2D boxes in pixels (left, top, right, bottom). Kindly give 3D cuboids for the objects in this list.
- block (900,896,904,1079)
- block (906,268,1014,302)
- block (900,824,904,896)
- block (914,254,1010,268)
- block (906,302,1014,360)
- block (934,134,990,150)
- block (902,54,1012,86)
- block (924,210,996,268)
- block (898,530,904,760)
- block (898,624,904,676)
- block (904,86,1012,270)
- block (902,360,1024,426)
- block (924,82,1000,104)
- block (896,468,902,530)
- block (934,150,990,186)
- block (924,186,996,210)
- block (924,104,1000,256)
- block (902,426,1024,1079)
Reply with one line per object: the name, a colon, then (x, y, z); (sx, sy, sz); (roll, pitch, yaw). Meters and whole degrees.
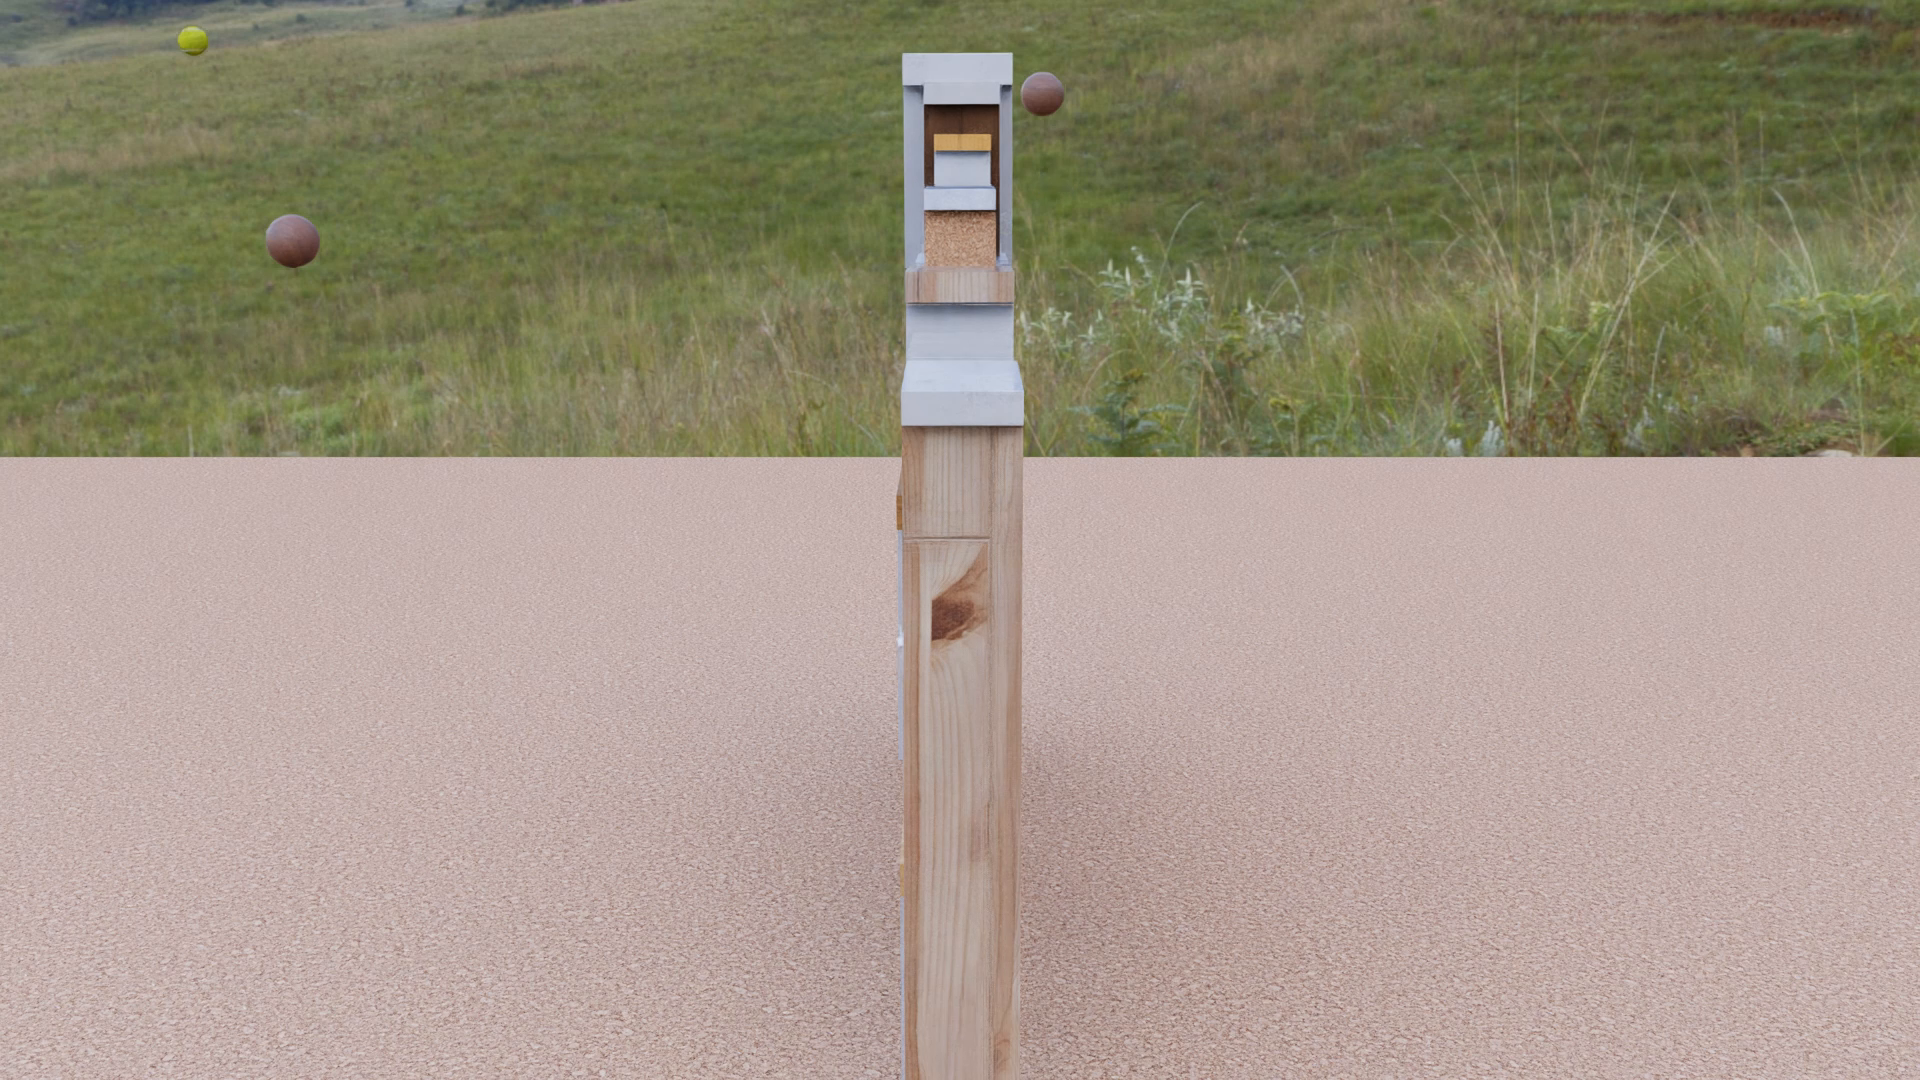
block: (-0.001, 0.588, 2.855); (0.150, 0.301, 0.043); (0, 11, 0)
block: (0.000, -0.337, 2.899); (0.137, 0.039, 0.274); (0, 8, 0)
block: (-0.001, 0.401, 2.922); (0.150, 0.043, 0.301); (0, 11, 0)
block: (0.003, -0.415, 3.392); (0.139, 0.040, 0.279); (0, 11, 0)
block: (0.000, -0.114, 2.846); (0.137, 0.386, 0.039); (0, 10, 2)
block: (0.004, -0.594, 3.281); (0.082, 0.023, 0.165); (0, 11, 0)
block: (-0.004, -0.799, 3.757); (0.179, 0.051, 0.358); (0, 10, 0)
block: (0.001, -0.363, 3.069); (0.098, 0.196, 0.028); (0, 11, 0)
block: (-0.003, 0.147, 3.237); (0.176, 0.351, 0.050); (0, 11, 0)
block: (-0.009, 0.120, 2.776); (0.131, 0.037, 0.261); (0, 12, 1)
block: (-0.003, -0.510, 3.689); (0.179, 0.494, 0.051); (0, 11, 0)
block: (0.003, -0.178, 2.641); (0.140, 0.040, 0.280); (0, 12, 0)
block: (0.003, -0.703, 3.468); (0.117, 0.033, 0.233); (0, 10, 0)
block: (-0.003, -0.071, 3.315); (0.175, 0.050, 0.351); (0, 11, 0)
block: (0.004, -0.491, 3.245); (0.082, 0.165, 0.023); (0, 11, 0)
block: (0.000, -0.485, 3.113); (0.098, 0.028, 0.196); (0, 11, 0)
block: (0.003, -0.558, 3.417); (0.117, 0.233, 0.033); (0, 11, 0)
block: (0.003, 0.313, 2.637); (0.140, 0.921, 0.040); (0, 11, 0)
